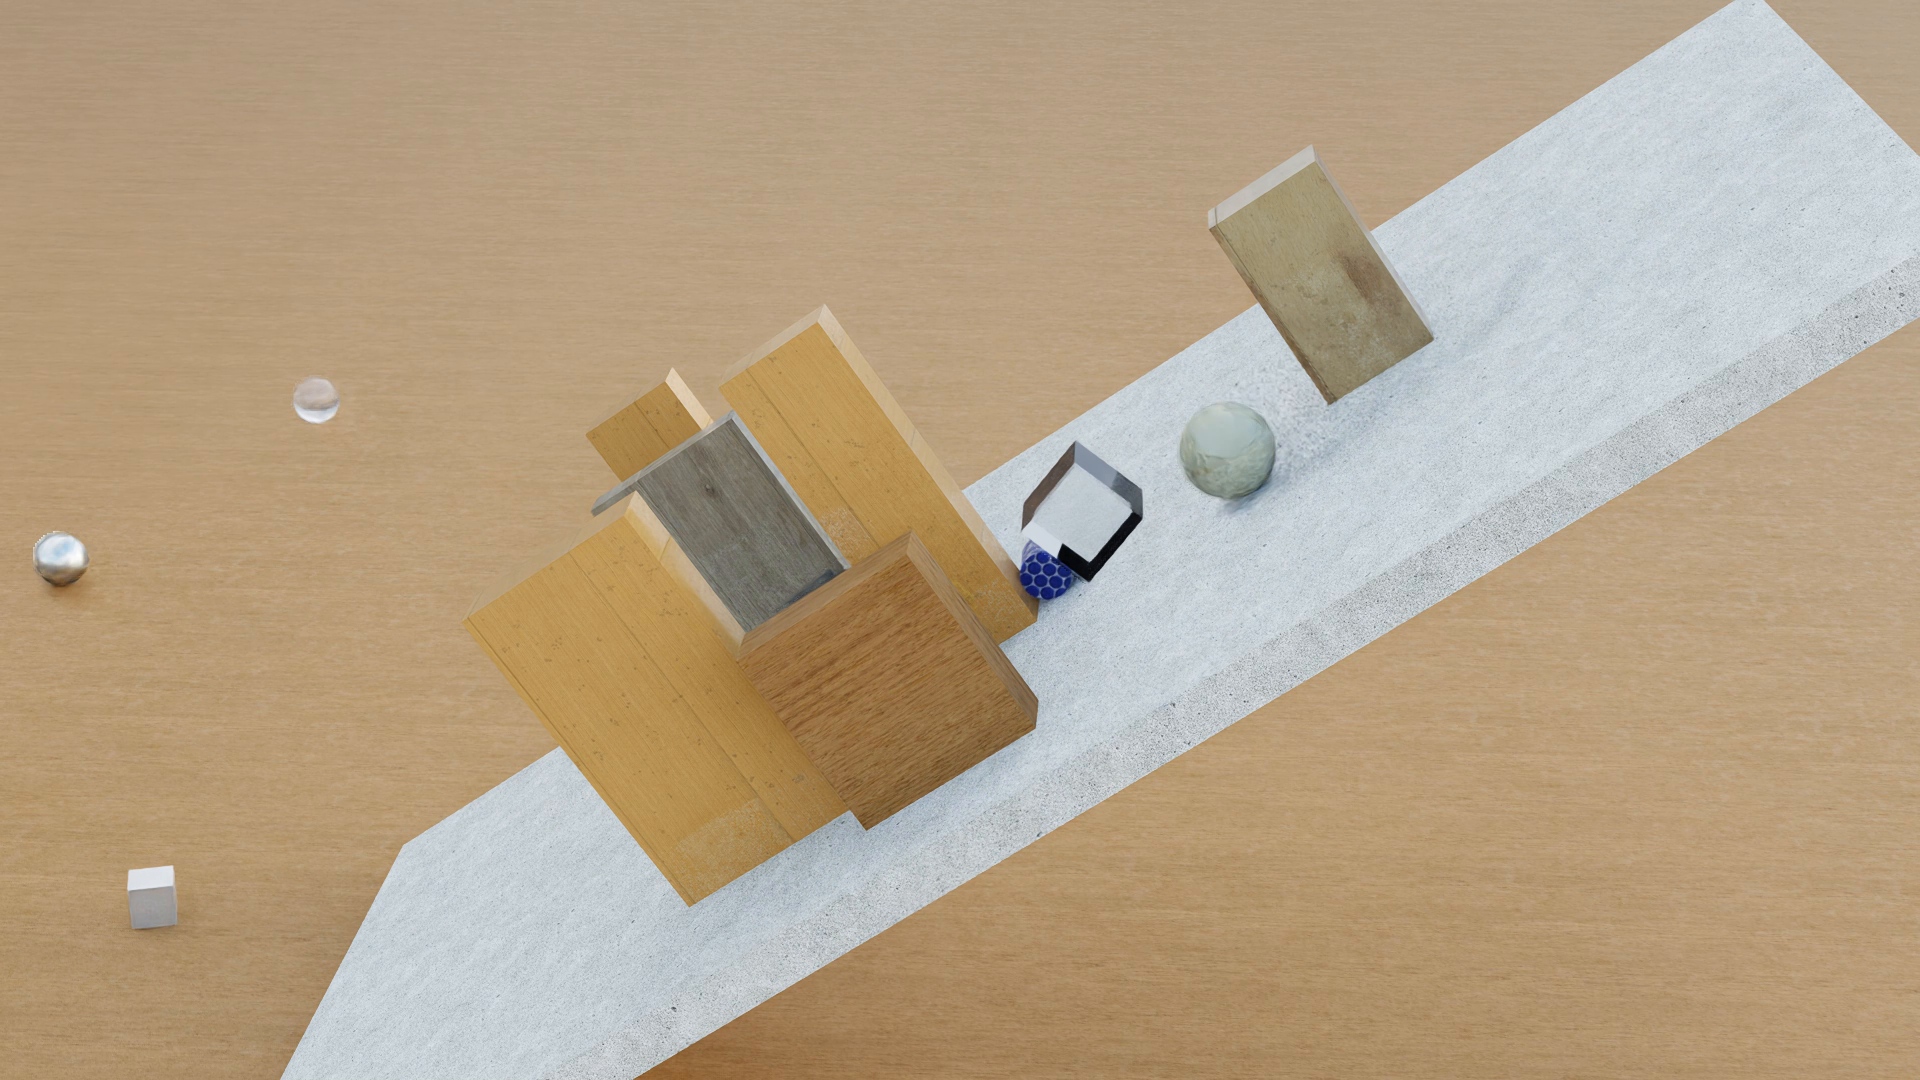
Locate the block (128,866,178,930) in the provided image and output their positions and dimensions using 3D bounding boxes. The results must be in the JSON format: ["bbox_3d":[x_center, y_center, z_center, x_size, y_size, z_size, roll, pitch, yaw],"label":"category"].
[{"bbox_3d":[-2.064,0.914,7.522,0.112,0.112,0.112,-5,22,-13],"label":"block"}]

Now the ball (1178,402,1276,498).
[{"bbox_3d":[0.538,-0.181,5.914,0.196,0.196,0.196,0,21,0],"label":"ball"}]

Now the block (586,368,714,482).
[{"bbox_3d":[-0.595,-0.066,7.111,0.241,0.685,0.110,-32,16,15],"label":"block"}]

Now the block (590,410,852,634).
[{"bbox_3d":[-0.510,0.043,6.794,0.405,0.585,0.081,-32,16,15],"label":"block"}]

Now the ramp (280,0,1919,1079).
[{"bbox_3d":[0.136,0.173,6.305,4.000,0.100,2.000,-32,16,15],"label":"ramp"}]

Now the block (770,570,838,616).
[{"bbox_3d":[-0.296,0.197,6.661,0.170,0.170,0.170,-38,15,-6],"label":"block"}]

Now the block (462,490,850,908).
[{"bbox_3d":[-0.589,0.321,5.836,0.402,0.746,0.141,-32,16,15],"label":"block"}]

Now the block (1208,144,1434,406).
[{"bbox_3d":[0.743,-0.545,6.060,0.254,0.453,0.144,-32,16,15],"label":"block"}]

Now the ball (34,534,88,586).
[{"bbox_3d":[-2.941,0.064,9.628,0.170,0.170,0.170,0,21,0],"label":"ball"}]

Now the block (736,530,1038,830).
[{"bbox_3d":[-0.136,0.269,5.613,0.396,0.425,0.131,-32,16,15],"label":"block"}]

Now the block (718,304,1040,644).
[{"bbox_3d":[-0.161,-0.093,6.069,0.251,0.777,0.127,-32,16,15],"label":"block"}]

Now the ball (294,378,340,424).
[{"bbox_3d":[-2.441,-0.529,11.154,0.172,0.172,0.172,0,21,0],"label":"ball"}]

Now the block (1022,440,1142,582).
[{"bbox_3d":[0.255,-0.061,6.121,0.179,0.179,0.179,36,18,-10],"label":"block"}]
